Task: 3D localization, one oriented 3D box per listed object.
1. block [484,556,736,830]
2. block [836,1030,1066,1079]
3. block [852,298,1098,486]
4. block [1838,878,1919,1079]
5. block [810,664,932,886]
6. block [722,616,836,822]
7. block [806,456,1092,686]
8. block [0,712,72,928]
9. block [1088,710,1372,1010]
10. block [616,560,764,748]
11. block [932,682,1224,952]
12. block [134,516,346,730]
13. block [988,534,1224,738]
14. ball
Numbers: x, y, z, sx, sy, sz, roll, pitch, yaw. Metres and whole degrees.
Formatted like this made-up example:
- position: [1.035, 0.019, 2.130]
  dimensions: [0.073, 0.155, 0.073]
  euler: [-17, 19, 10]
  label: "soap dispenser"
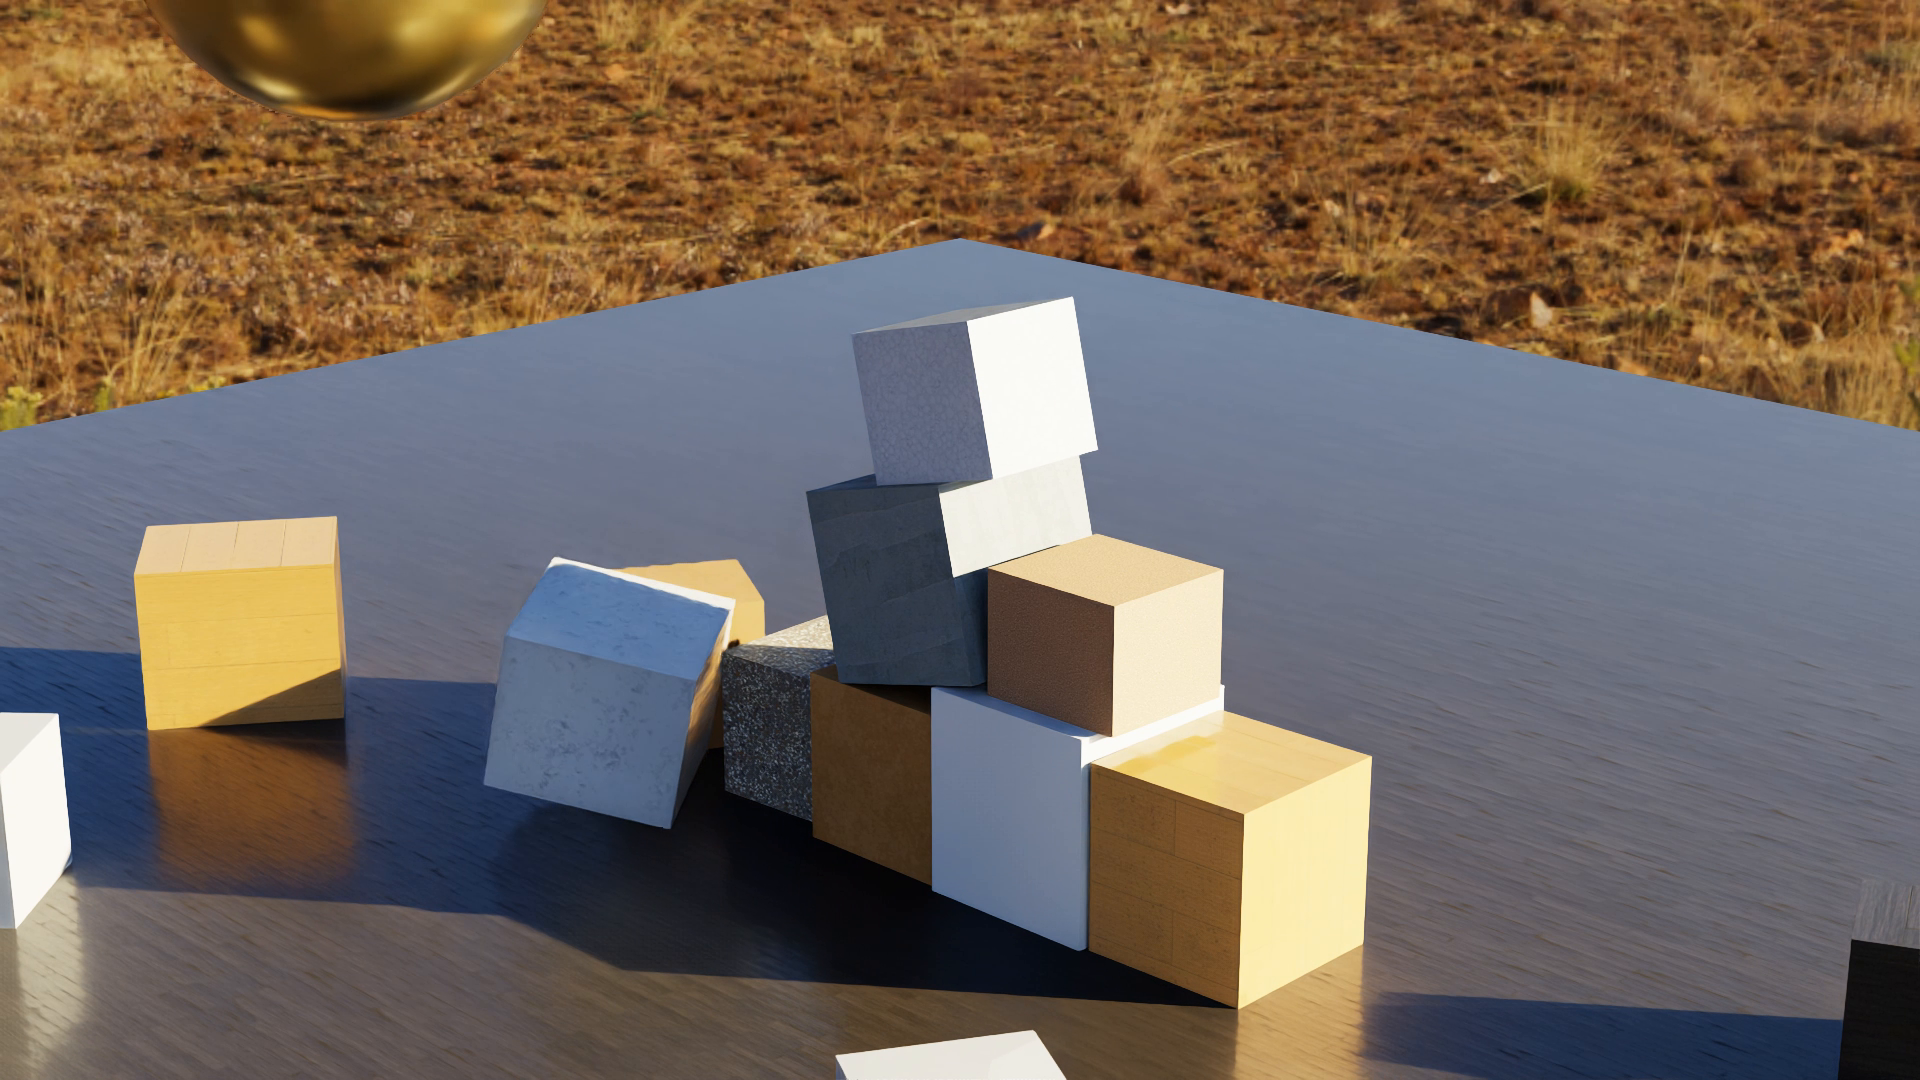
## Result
- position: [-1.688, 0.731, 14.201]
  dimensions: [0.921, 0.820, 0.889]
  euler: [13, 25, 3]
  label: "block"
- position: [0.007, 2.200, 10.380]
  dimensions: [0.744, 0.579, 0.713]
  euler: [-5, 18, -15]
  label: "block"
- position: [0.064, -0.660, 13.061]
  dimensions: [0.736, 0.689, 0.676]
  euler: [-2, 11, 45]
  label: "block"
- position: [3.854, 1.793, 11.578]
  dimensions: [0.651, 0.636, 0.614]
  euler: [6, 19, 20]
  label: "block"
- position: [-0.107, 1.007, 13.762]
  dimensions: [0.825, 0.827, 0.841]
  euler: [17, 24, 42]
  label: "block"
- position: [-0.642, 0.877, 14.345]
  dimensions: [0.731, 0.724, 0.724]
  euler: [15, 23, 39]
  label: "block"
- position: [-0.010, 0.117, 13.413]
  dimensions: [0.891, 0.898, 0.884]
  euler: [-17, 10, -42]
  label: "block"
- position: [-4.503, 1.246, 13.159]
  dimensions: [0.736, 0.732, 0.734]
  euler: [1, 17, 3]
  label: "block"
- position: [1.155, 1.349, 12.595]
  dimensions: [0.823, 0.873, 0.874]
  euler: [16, 23, 41]
  label: "block"
- position: [-1.429, 0.599, 15.159]
  dimensions: [0.716, 0.768, 0.713]
  euler: [-5, 18, -14]
  label: "block"
- position: [0.523, 1.117, 13.156]
  dimensions: [0.905, 0.980, 0.934]
  euler: [17, 24, 42]
  label: "block"
- position: [-3.798, 0.429, 15.563]
  dimensions: [0.999, 0.849, 0.846]
  euler: [-3, 18, -10]
  label: "block"
- position: [0.631, 0.406, 12.803]
  dimensions: [0.739, 0.589, 0.702]
  euler: [17, 24, 42]
  label: "block"
- position: [-2.170, -2.282, 10.350]
  dimensions: [1.600, 1.600, 1.600]
  euler: [0, 17, 0]
  label: "ball"
